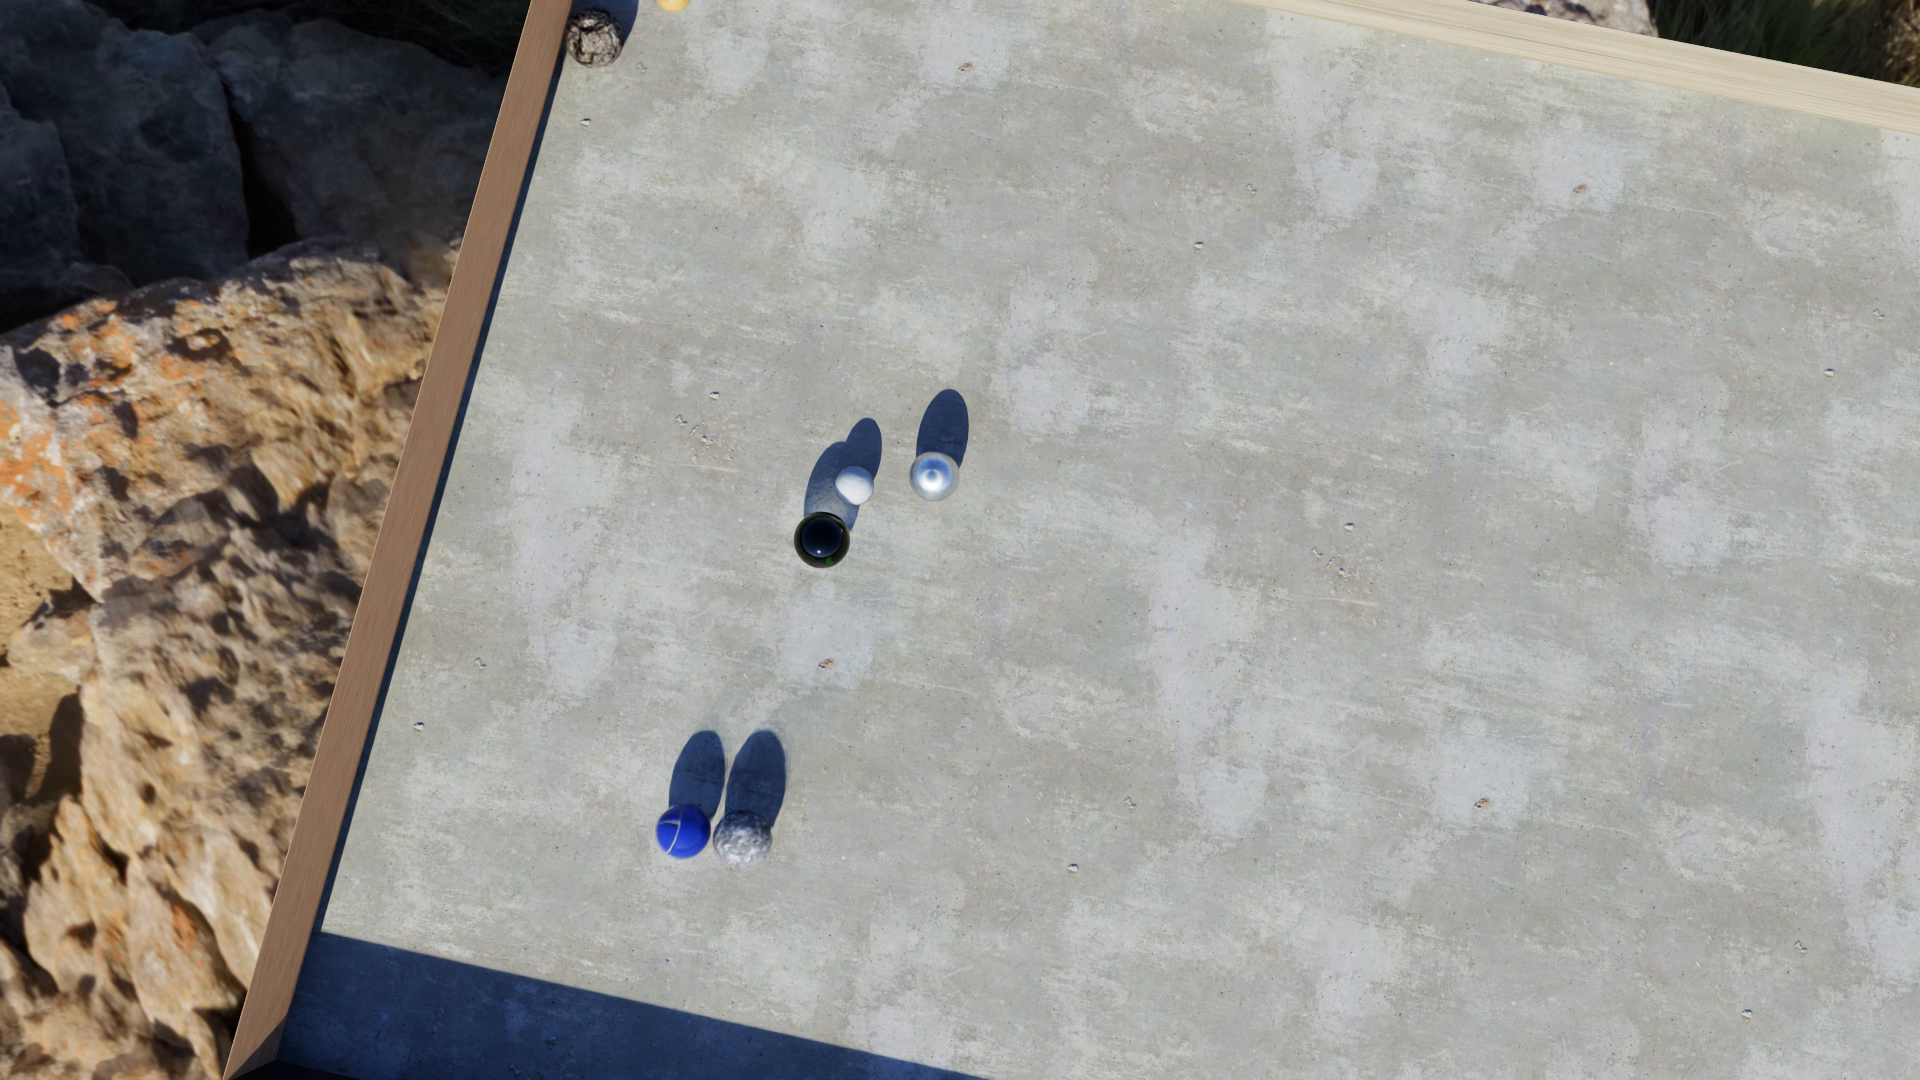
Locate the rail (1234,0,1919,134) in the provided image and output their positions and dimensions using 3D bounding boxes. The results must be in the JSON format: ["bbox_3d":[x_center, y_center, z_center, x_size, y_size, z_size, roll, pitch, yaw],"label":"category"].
[{"bbox_3d":[1.022,-0.760,3.485,3.342,0.123,0.045,12,77,3],"label":"rail"}]

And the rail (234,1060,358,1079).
[{"bbox_3d":[0.611,1.092,3.034,3.342,0.123,0.045,12,77,3],"label":"rail"}]

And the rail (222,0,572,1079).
[{"bbox_3d":[-0.794,-0.171,3.341,0.045,0.123,1.997,12,77,3],"label":"rail"}]

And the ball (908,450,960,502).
[{"bbox_3d":[-0.039,-0.097,3.347,0.078,0.078,0.078,0,76,0],"label":"ball"}]

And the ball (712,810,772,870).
[{"bbox_3d":[-0.318,0.437,3.213,0.086,0.086,0.086,0,76,0],"label":"ball"}]

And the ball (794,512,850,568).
[{"bbox_3d":[-0.208,0.000,3.320,0.086,0.086,0.086,0,76,0],"label":"ball"}]

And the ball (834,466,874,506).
[{"bbox_3d":[-0.161,-0.083,3.353,0.060,0.060,0.060,0,76,0],"label":"ball"}]

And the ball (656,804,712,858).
[{"bbox_3d":[-0.404,0.426,3.219,0.080,0.080,0.080,0,76,0],"label":"ball"}]

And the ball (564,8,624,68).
[{"bbox_3d":[-0.584,-0.801,3.510,0.095,0.095,0.095,0,76,0],"label":"ball"}]

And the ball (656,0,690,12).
[{"bbox_3d":[-0.463,-0.882,3.548,0.060,0.060,0.060,0,76,0],"label":"ball"}]
